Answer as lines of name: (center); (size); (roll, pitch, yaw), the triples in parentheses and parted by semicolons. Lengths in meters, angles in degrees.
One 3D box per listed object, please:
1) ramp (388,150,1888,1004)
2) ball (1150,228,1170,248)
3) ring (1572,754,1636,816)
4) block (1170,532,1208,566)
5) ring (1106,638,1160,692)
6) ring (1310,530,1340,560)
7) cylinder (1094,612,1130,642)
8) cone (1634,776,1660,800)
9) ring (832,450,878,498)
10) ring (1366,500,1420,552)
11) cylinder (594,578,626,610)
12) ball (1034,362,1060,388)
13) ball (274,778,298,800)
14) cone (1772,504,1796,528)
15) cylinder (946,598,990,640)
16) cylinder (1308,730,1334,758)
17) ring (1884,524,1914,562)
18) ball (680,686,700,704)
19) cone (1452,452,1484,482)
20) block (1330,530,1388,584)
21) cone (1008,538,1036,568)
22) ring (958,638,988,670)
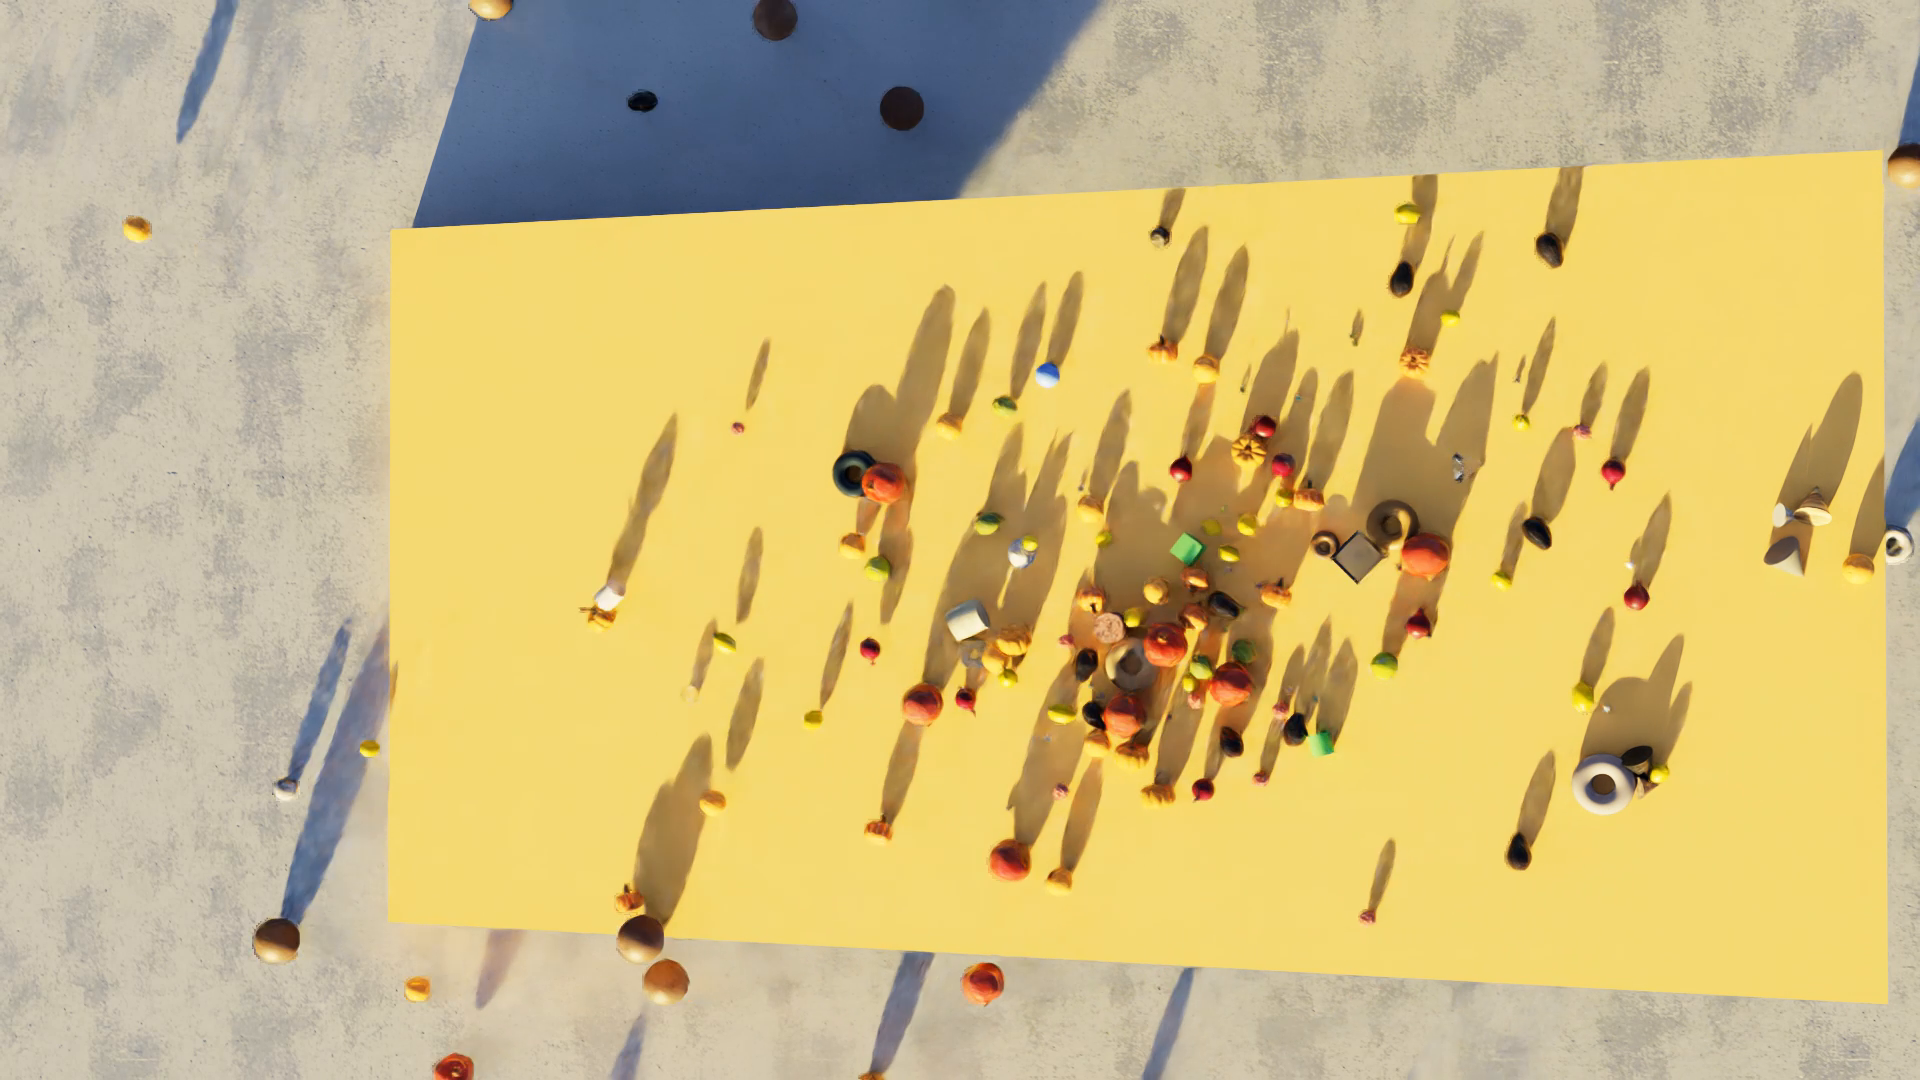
ramp: (0.275, 0.093, 5.799); (4.000, 0.100, 2.000); (0, 89, 18)
ball: (0.514, -0.777, 5.656); (0.052, 0.052, 0.052); (0, 89, 0)
ring: (1.554, 0.590, 5.310); (0.150, 0.050, 0.150); (-1, 88, 19)
block: (0.584, 0.023, 5.619); (0.061, 0.061, 0.061); (39, 100, 14)
ring: (0.445, 0.321, 5.666); (0.143, 0.048, 0.143); (-1, 88, 16)
ring: (0.918, 0.014, 5.532); (0.075, 0.025, 0.075); (0, 90, 17)
cylinder: (0.391, 0.226, 5.668); (0.077, 0.077, 0.077); (0, 89, 18)
cone: (1.658, 0.593, 5.290); (0.056, 0.056, 0.056); (-8, 89, -9)
ring: (-0.281, -0.178, 5.903); (0.131, 0.044, 0.131); (1, 93, 16)
ring: (1.077, -0.035, 5.474); (0.130, 0.043, 0.130); (0, 90, 17)
cylinder: (-0.963, 0.151, 6.056); (0.063, 0.063, 0.063); (47, 115, 1)
ball: (0.228, -0.429, 5.735); (0.065, 0.065, 0.065); (0, 89, 0)
ball: (-1.963, 0.725, 6.407); (0.067, 0.067, 0.067); (0, 89, 0)
cone: (1.964, -0.056, 5.202); (0.057, 0.057, 0.057); (5, 89, -9)
cylinder: (0.020, 0.209, 5.780); (0.086, 0.086, 0.086); (-25, 89, 16)
cylinder: (0.905, 0.512, 5.512); (0.057, 0.057, 0.057); (-16, 85, 0)
ring: (2.723, 0.010, 6.420); (0.112, 0.037, 0.112); (3, 100, 16)
ball: (-0.742, 0.424, 6.036); (0.050, 0.050, 0.050); (0, 89, 0)
cone: (1.261, -0.182, 5.422); (0.072, 0.072, 0.072); (-4, 89, -14)
block: (0.994, 0.045, 5.471); (0.095, 0.095, 0.095); (46, 102, 13)
cone: (0.150, 0.035, 5.746); (0.078, 0.078, 0.078); (0, 89, 18)
ring: (0.037, 0.301, 5.805); (0.083, 0.028, 0.083); (0, 91, 18)
